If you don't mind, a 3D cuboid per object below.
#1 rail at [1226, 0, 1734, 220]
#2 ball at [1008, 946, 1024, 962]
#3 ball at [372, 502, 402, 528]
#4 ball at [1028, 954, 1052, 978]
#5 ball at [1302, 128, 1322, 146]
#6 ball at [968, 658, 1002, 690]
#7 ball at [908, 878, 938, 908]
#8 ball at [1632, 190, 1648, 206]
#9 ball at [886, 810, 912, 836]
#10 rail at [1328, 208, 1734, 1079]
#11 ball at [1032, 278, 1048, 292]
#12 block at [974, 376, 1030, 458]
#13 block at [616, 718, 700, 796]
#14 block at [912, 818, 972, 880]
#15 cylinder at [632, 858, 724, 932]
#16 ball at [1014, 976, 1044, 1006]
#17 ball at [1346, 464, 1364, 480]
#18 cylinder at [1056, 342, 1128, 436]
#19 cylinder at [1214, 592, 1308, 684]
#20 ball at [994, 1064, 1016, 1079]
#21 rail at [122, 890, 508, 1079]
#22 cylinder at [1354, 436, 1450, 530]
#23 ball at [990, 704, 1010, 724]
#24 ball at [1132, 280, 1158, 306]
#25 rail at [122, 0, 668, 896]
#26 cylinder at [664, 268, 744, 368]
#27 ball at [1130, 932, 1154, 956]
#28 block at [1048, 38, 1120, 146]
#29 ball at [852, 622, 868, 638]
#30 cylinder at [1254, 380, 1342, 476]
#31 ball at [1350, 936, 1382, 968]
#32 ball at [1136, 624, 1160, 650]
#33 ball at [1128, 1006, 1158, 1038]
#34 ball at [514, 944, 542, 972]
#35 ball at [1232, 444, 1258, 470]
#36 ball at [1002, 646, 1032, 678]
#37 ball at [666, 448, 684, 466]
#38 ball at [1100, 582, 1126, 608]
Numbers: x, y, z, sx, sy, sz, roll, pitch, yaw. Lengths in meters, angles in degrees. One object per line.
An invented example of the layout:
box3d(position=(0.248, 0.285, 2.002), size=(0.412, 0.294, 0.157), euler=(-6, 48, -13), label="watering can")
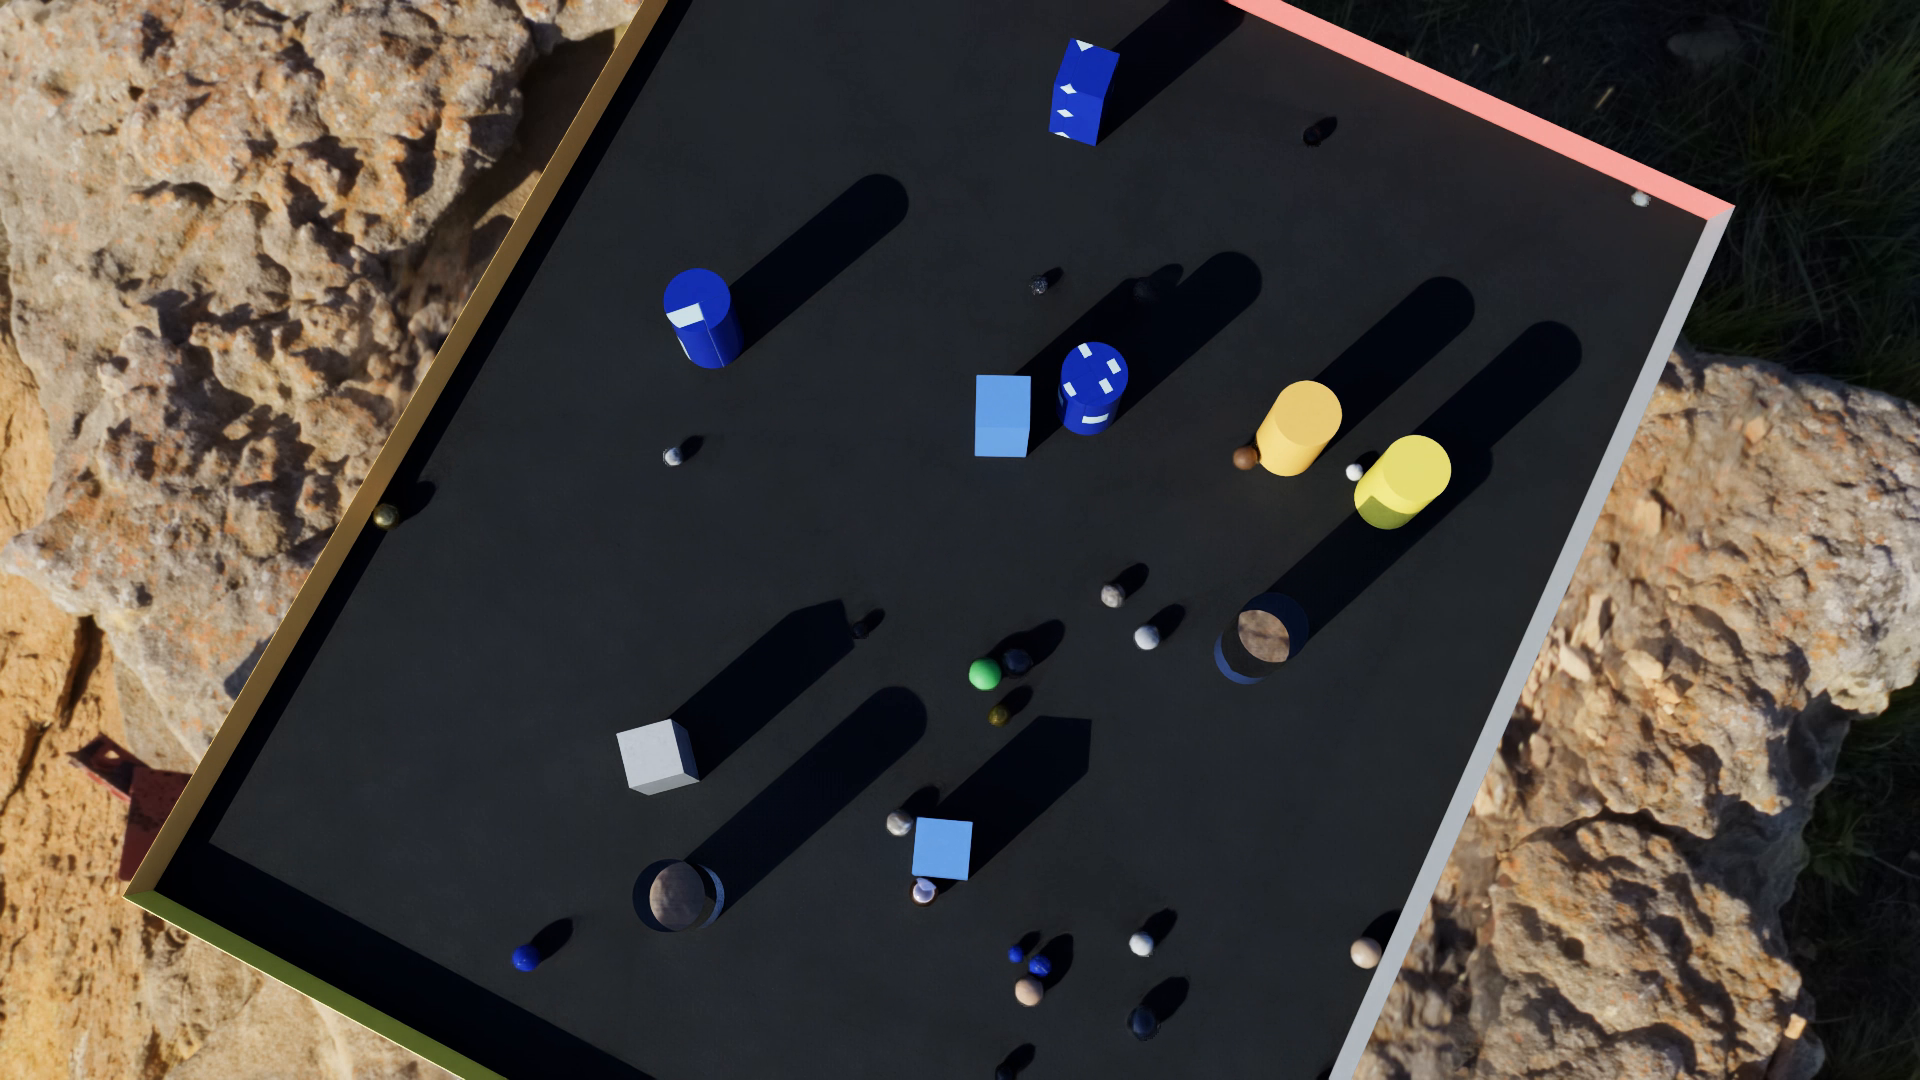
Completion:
box3d(position=(0.894, -1.745, 5.911), size=(3.373, 0.128, 0.045), euler=(26, 80, 5), label="rail")
box3d(position=(0.164, 1.205, 5.343), size=(0.047, 0.047, 0.047), euler=(0, 78, 0), label="ball")
box3d(position=(-1.747, -0.076, 5.589), size=(0.084, 0.084, 0.084), euler=(0, 78, 0), label="ball")
box3d(position=(0.233, 1.239, 5.326), size=(0.066, 0.066, 0.066), euler=(0, 78, 0), label="ball")
box3d(position=(1.124, -1.288, 5.853), size=(0.059, 0.059, 0.059), euler=(0, 78, 0), label="ball")
box3d(position=(0.076, 0.400, 5.483), size=(0.099, 0.099, 0.099), euler=(0, 78, 0), label="ball")
box3d(position=(-0.106, 1.030, 5.359), size=(0.087, 0.087, 0.087), euler=(0, 78, 0), label="ball")
box3d(position=(2.159, -1.086, 5.816), size=(0.051, 0.051, 0.051), euler=(0, 78, 0), label="ball")
box3d(position=(-0.178, 0.833, 5.405), size=(0.077, 0.077, 0.077), euler=(0, 78, 0), label="ball")
box3d(position=(1.487, 0.735, 5.398), size=(0.045, 0.128, 4.047), euler=(26, 80, 5), label="rail")
box3d(position=(0.250, -0.801, 5.757), size=(0.049, 0.049, 0.049), euler=(0, 78, 0), label="ball")
box3d(position=(0.126, -0.370, 5.519), size=(0.158, 0.340, 0.158), euler=(1, 78, 0), label="block")
box3d(position=(-0.872, 0.633, 5.319), size=(0.158, 0.326, 0.158), euler=(-15, 79, -3), label="block")
box3d(position=(-0.050, 0.895, 5.300), size=(0.158, 0.258, 0.158), euler=(5, 78, 1), label="block")
box3d(position=(-0.792, 1.010, 5.191), size=(0.197, 0.425, 0.197), euler=(0, 78, 0), label="cylinder")
box3d(position=(0.201, 1.303, 5.304), size=(0.084, 0.084, 0.084), euler=(0, 78, 0), label="ball")
box3d(position=(1.214, -0.209, 5.632), size=(0.054, 0.054, 0.054), euler=(0, 78, 0), label="ball")
box3d(position=(0.396, -0.454, 5.543), size=(0.197, 0.328, 0.197), euler=(0, 78, 0), label="cylinder")
box3d(position=(0.867, 0.290, 5.308), size=(0.197, 0.487, 0.197), euler=(0, 78, 0), label="cylinder")
box3d(position=(0.129, 1.535, 5.268), size=(0.060, 0.060, 0.060), euler=(0, 78, 0), label="ball")
box3d(position=(-0.894, 1.758, 5.186), size=(3.373, 0.128, 0.045), euler=(26, 80, 5), label="rail")
box3d(position=(1.313, -0.167, 5.456), size=(0.197, 0.383, 0.197), euler=(0, 78, 0), label="cylinder")
box3d(position=(0.119, 0.520, 5.476), size=(0.065, 0.065, 0.065), euler=(0, 78, 0), label="ball")
box3d(position=(0.582, -0.774, 5.735), size=(0.081, 0.081, 0.081), euler=(0, 78, 0), label="ball")
box3d(position=(-1.487, -0.721, 5.699), size=(0.045, 0.128, 4.047), euler=(26, 80, 5), label="rail")
box3d(position=(-0.774, -0.668, 5.569), size=(0.197, 0.365, 0.197), euler=(0, 78, 0), label="cylinder")
box3d(position=(0.530, 1.175, 5.338), size=(0.070, 0.070, 0.070), euler=(0, 78, 0), label="ball")
box3d(position=(0.386, -1.395, 5.729), size=(0.158, 0.345, 0.158), euler=(19, 79, 4), label="block")
box3d(position=(-0.303, 0.271, 5.535), size=(0.050, 0.050, 0.050), euler=(0, 78, 0), label="ball")
box3d(position=(1.010, -0.330, 5.498), size=(0.197, 0.366, 0.197), euler=(0, 78, 0), label="cylinder")
box3d(position=(1.180, 1.199, 5.322), size=(0.090, 0.090, 0.090), euler=(0, 78, 0), label="ball")
box3d(position=(0.566, 0.292, 5.517), size=(0.077, 0.077, 0.077), euler=(0, 78, 0), label="ball")
box3d(position=(0.528, 1.390, 5.282), size=(0.091, 0.091, 0.091), euler=(0, 78, 0), label="ball")
box3d(position=(-1.257, 1.214, 5.325), size=(0.079, 0.079, 0.079), euler=(0, 78, 0), label="ball")
box3d(position=(0.876, -0.253, 5.629), size=(0.078, 0.078, 0.078), euler=(0, 78, 0), label="ball")
box3d(position=(0.171, 0.365, 5.493), size=(0.095, 0.095, 0.095), euler=(0, 78, 0), label="ball")
box3d(position=(-0.878, -0.255, 5.641), size=(0.055, 0.055, 0.055), euler=(0, 78, 0), label="ball")
box3d(position=(0.462, 0.166, 5.544), size=(0.075, 0.075, 0.075), euler=(0, 78, 0), label="ball")
